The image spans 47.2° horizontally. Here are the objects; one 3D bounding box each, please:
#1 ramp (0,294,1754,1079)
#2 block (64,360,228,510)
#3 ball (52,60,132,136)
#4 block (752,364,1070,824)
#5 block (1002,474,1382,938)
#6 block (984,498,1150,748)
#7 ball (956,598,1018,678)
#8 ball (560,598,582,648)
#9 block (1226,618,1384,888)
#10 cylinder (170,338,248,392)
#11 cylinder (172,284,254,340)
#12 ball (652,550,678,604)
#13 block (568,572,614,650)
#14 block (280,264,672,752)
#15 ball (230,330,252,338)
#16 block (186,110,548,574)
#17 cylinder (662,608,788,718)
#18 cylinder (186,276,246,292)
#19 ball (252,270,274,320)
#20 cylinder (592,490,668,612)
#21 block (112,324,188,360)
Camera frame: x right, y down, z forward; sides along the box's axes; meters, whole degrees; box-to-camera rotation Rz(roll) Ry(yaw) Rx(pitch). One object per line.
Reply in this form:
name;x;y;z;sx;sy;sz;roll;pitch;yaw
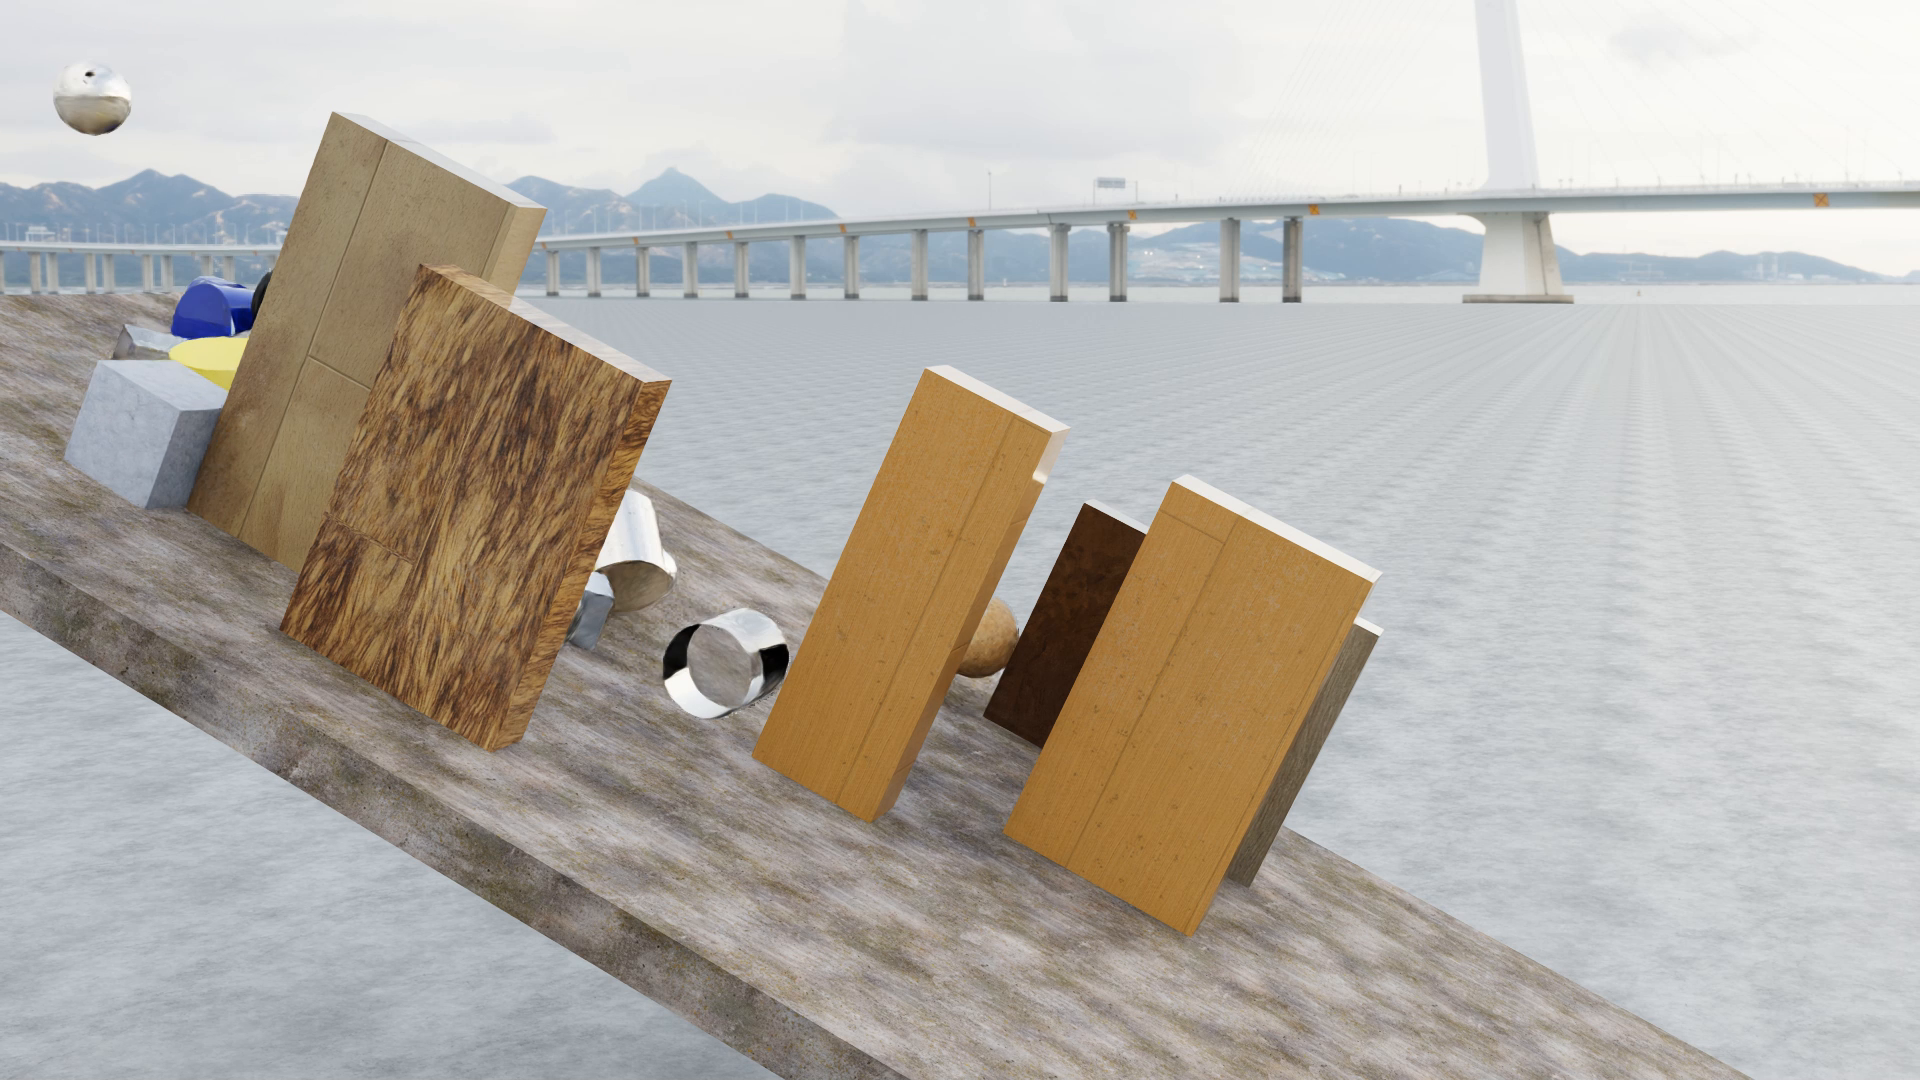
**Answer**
ramp;-0.261;0.444;4.169;4.000;0.100;2.000;28;14;12
block;-1.421;-0.189;3.905;0.194;0.194;0.194;29;14;16
ball;-1.661;-0.848;4.213;0.144;0.144;0.144;0;7;0
block;-0.091;0.097;3.902;0.251;0.777;0.127;28;14;12
block;0.426;0.306;4.082;0.402;0.746;0.141;28;14;12
block;0.324;0.229;4.681;0.365;0.520;0.082;28;14;12
ball;0.036;0.207;4.747;0.182;0.182;0.182;0;7;0
ball;-0.762;0.123;3.930;0.170;0.170;0.170;0;7;0
block;0.540;0.350;4.460;0.405;0.585;0.081;28;14;12
cylinder;-1.378;-0.258;4.130;0.194;0.194;0.194;6;23;-3
cylinder;-1.535;-0.441;4.675;0.188;0.188;0.188;4;1;32
ball;-0.634;0.070;4.465;0.120;0.120;0.120;0;7;0
block;-0.728;0.121;4.122;0.112;0.112;0.112;19;15;-24
block;-0.781;-0.052;3.518;0.422;0.655;0.101;28;14;12
ball;-1.429;-0.336;4.474;0.184;0.184;0.184;0;7;0
block;-1.037;-0.309;3.819;0.384;0.760;0.104;28;14;12
cylinder;-0.433;0.228;4.074;0.176;0.176;0.176;2;8;18
cylinder;-1.660;-0.530;4.923;0.107;0.107;0.107;18;17;38
ball;-1.375;-0.483;4.574;0.187;0.187;0.187;0;7;0
cylinder;-0.672;0.023;4.315;0.173;0.173;0.173;-11;-35;-8
block;-1.585;-0.333;4.315;0.124;0.124;0.124;13;17;-36
